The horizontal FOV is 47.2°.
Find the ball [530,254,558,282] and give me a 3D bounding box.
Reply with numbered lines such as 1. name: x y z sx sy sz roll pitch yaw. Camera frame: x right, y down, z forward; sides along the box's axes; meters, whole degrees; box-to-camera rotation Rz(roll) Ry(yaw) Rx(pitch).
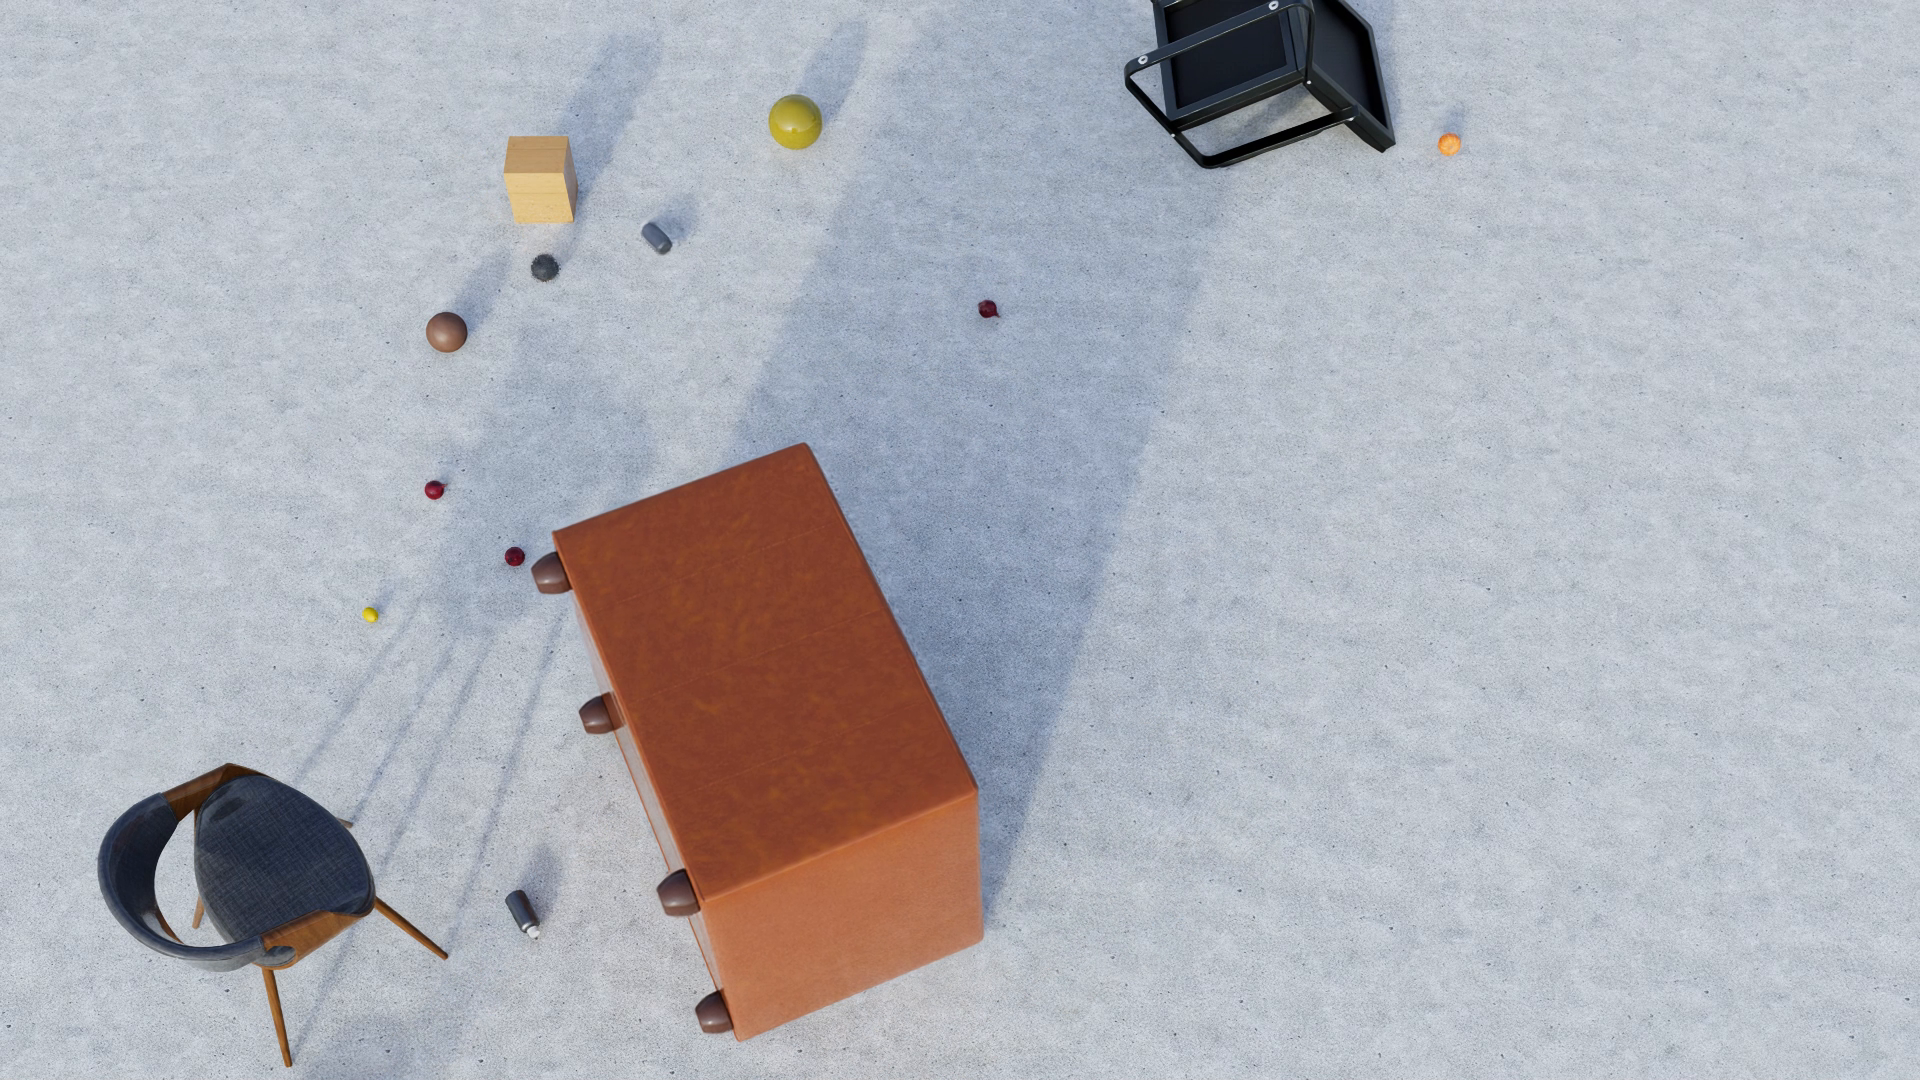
1. ball: -1.342 -0.880 7.111 0.089 0.089 0.089 0 56 0

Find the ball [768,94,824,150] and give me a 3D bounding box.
1. ball: -0.553 -1.408 7.406 0.186 0.186 0.186 0 56 0

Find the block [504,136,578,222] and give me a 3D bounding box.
1. block: -1.375 -1.184 7.226 0.193 0.236 0.165 0 56 0
